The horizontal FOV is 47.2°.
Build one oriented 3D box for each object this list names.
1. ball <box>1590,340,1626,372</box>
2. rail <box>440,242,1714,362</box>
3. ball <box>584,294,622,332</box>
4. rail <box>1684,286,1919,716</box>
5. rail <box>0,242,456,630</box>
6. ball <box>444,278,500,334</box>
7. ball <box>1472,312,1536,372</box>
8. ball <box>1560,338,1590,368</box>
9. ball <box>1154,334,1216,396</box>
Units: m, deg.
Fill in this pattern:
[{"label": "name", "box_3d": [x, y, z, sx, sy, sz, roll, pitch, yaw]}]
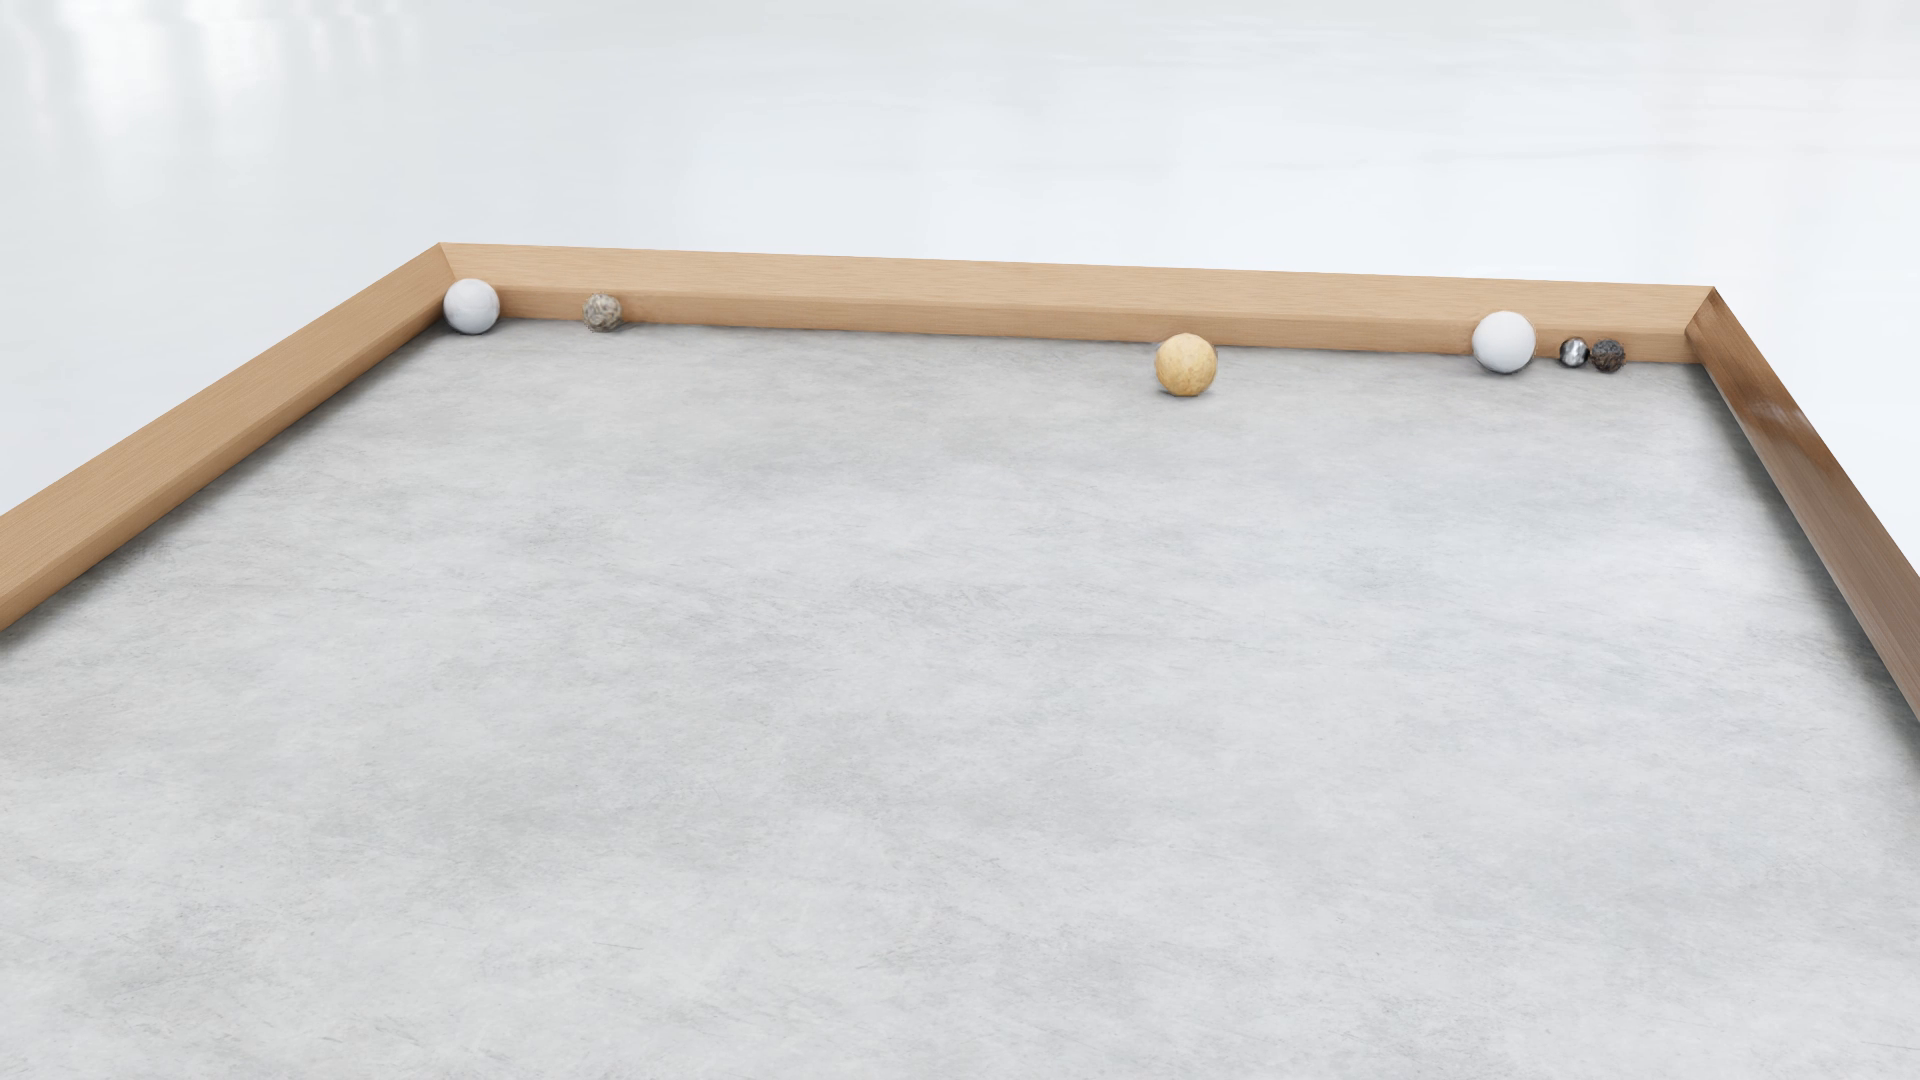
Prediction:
[{"label": "ball", "box_3d": [0.988, -0.281, 3.352, 0.050, 0.050, 0.050, 0, 21, 0]}, {"label": "rail", "box_3d": [0.143, -0.375, 3.497, 2.037, 0.122, 0.045, 3, 21, 8]}, {"label": "ball", "box_3d": [-0.579, -0.369, 3.567, 0.062, 0.062, 0.062, 0, 21, 0]}, {"label": "rail", "box_3d": [0.839, 0.382, 1.507, 0.045, 0.122, 4.060, 3, 21, 8]}, {"label": "rail", "box_3d": [-1.131, 0.280, 1.774, 0.045, 0.122, 4.060, 3, 21, 8]}, {"label": "ball", "box_3d": [-0.789, -0.378, 3.554, 0.089, 0.089, 0.089, 0, 21, 0]}, {"label": "ball", "box_3d": [0.827, -0.301, 3.345, 0.094, 0.094, 0.094, 0, 21, 0]}, {"label": "ball", "box_3d": [0.944, -0.288, 3.377, 0.045, 0.045, 0.045, 0, 21, 0]}, {"label": "ball", "box_3d": [0.332, -0.258, 3.236, 0.091, 0.091, 0.091, 0, 21, 0]}]
